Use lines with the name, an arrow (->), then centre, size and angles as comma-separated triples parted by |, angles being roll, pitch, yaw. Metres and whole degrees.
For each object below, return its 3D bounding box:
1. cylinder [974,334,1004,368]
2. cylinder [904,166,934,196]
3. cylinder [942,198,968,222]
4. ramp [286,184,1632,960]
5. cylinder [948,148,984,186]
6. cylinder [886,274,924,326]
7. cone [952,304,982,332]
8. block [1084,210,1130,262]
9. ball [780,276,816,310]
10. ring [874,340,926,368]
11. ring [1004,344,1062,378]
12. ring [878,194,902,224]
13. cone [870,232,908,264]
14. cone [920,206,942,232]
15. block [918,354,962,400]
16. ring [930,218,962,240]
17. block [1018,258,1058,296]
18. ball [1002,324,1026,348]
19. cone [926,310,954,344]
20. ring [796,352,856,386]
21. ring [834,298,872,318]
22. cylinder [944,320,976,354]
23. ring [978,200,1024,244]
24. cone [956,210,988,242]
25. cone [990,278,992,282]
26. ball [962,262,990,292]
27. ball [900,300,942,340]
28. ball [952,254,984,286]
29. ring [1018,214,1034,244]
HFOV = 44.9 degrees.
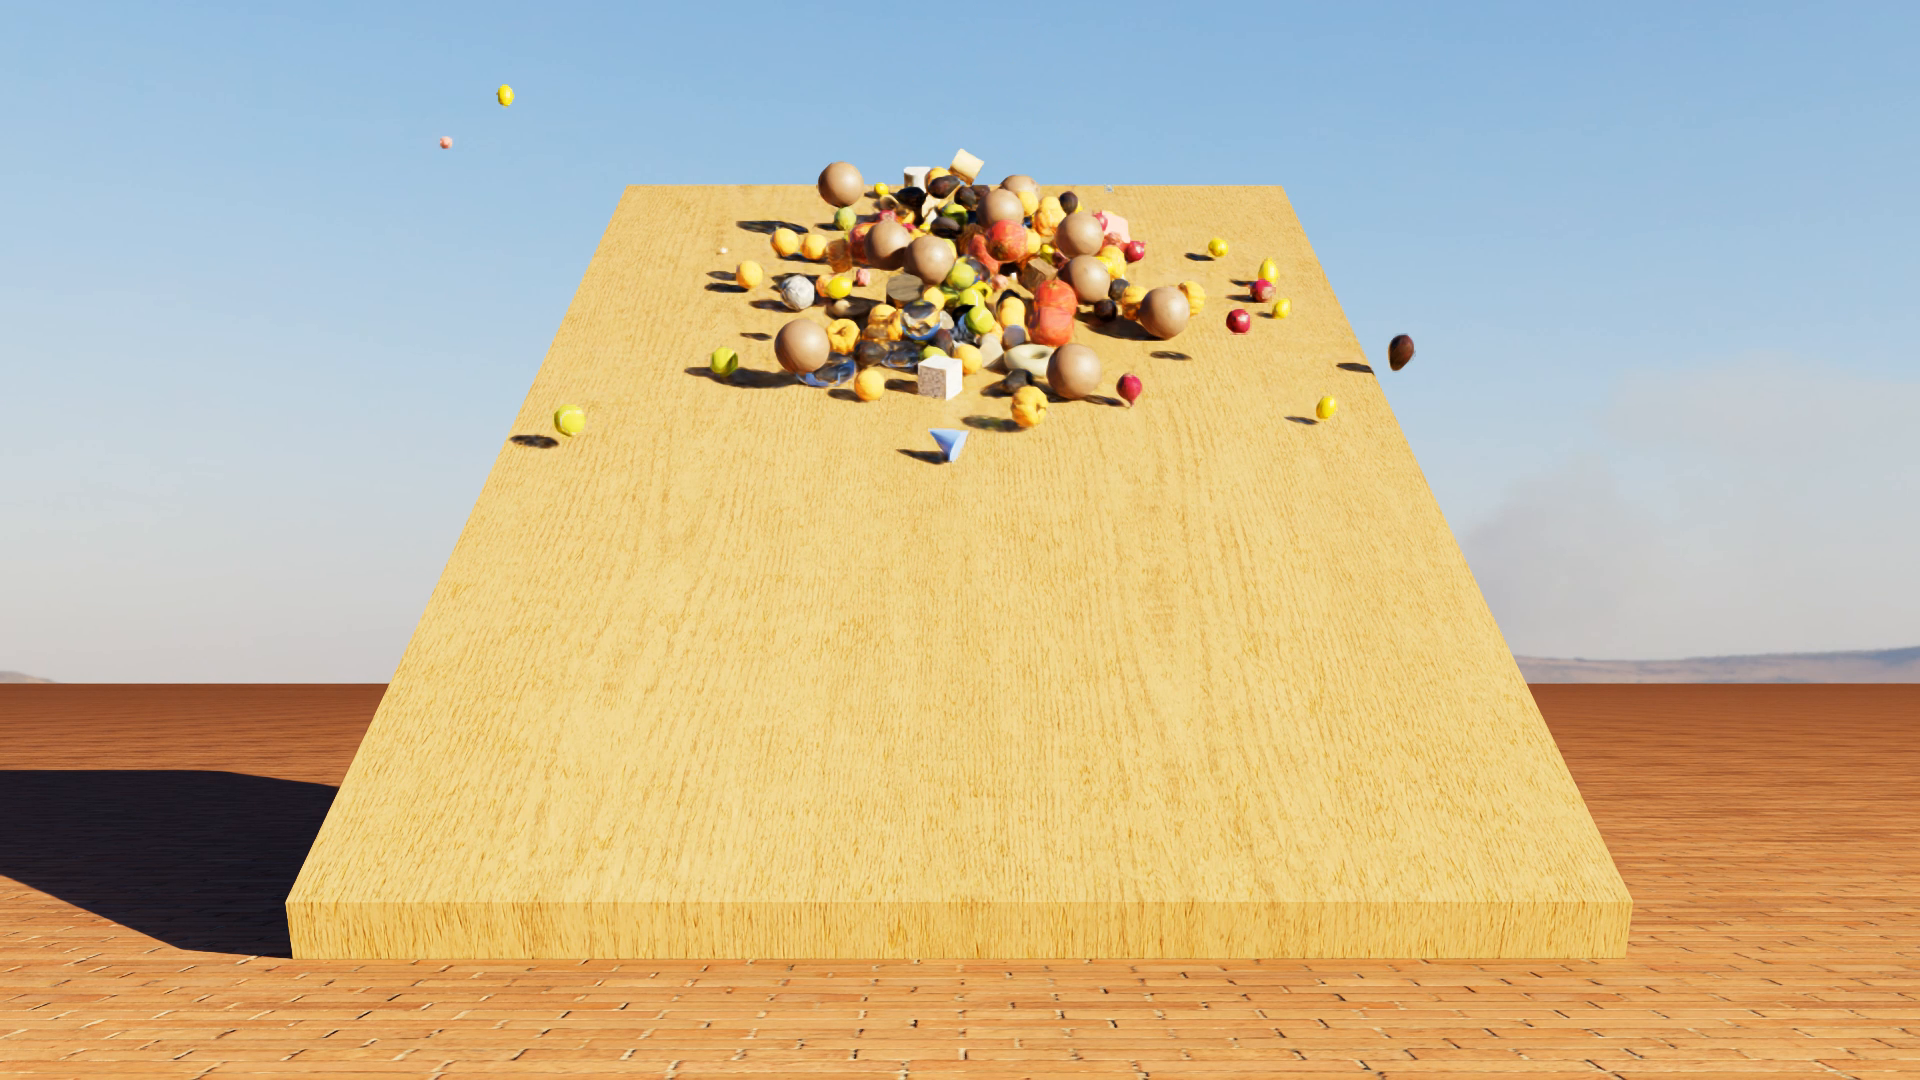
cylinder -> 0.069, -0.457, 5.614 | 0.065, 0.065, 0.065 | 0, 24, -6
cylinder -> -0.123, -1.056, 6.929 | 0.092, 0.092, 0.092 | 0, 24, 0
cylinder -> -0.006, -0.925, 6.630 | 0.069, 0.069, 0.069 | -2, -41, 34
ramp -> -0.008, -0.228, 5.299 | 2.000, 0.100, 4.000 | 0, 24, 0
cylinder -> 0.017, -1.079, 6.734 | 0.079, 0.079, 0.079 | 30, -5, -2
cylinder -> -0.137, -0.603, 5.861 | 0.096, 0.096, 0.096 | 0, -39, 2
cone -> 0.013, -0.569, 5.845 | 0.080, 0.080, 0.080 | 0, 25, -6
block -> 0.403, -0.832, 6.362 | 0.085, 0.085, 0.085 | 17, -38, -27
ball -> -0.418, -0.635, 5.980 | 0.090, 0.090, 0.090 | 0, -3, 0
ring -> -0.145, -0.451, 5.629 | 0.123, 0.041, 0.123 | 1, 23, 0
ring -> 0.175, -0.429, 5.572 | 0.140, 0.047, 0.140 | 2, 27, -1
ring -> -0.201, -0.953, 6.707 | 0.031, 0.094, 0.094 | -23, -16, 31
cone -> -0.175, -0.771, 6.301 | 0.095, 0.095, 0.095 | 37, 11, 20
cone -> -0.058, -0.894, 6.618 | 0.087, 0.087, 0.087 | 34, -7, -5
block -> -0.045, -0.379, 5.422 | 0.076, 0.076, 0.076 | 13, 27, 27
ring -> -0.038, -0.848, 6.326 | 0.088, 0.029, 0.088 | 13, -22, 5
block -> 0.198, -0.671, 5.927 | 0.064, 0.064, 0.064 | 36, 32, 15
ball -> 0.133, -0.502, 5.721 | 0.060, 0.060, 0.060 | 0, -3, 0
cone -> -0.046, -0.523, 5.792 | 0.087, 0.087, 0.087 | -1, -3, 14
ring -> -0.318, -0.405, 5.512 | 0.145, 0.048, 0.145 | -1, 27, 1
ring -> -0.276, -0.593, 5.957 | 0.098, 0.033, 0.098 | -2, 23, 1
cylinder -> 0.004, -0.493, 5.676 | 0.062, 0.062, 0.062 | -33, -3, -1
ring -> 0.117, -0.887, 6.486 | 0.146, 0.049, 0.146 | 11, -43, 10
cone -> 0.008, -0.855, 6.471 | 0.096, 0.096, 0.096 | -37, 19, -34
cone -> 0.066, -0.697, 6.200 | 0.062, 0.062, 0.062 | -3, -7, 37
ball -> 0.039, -0.694, 6.120 | 0.086, 0.086, 0.086 | 0, -3, 0
ball -> -0.095, -0.527, 5.570 | 0.099, 0.099, 0.099 | 0, -3, 0
ball -> 0.018, -0.690, 5.959 | 0.081, 0.081, 0.081 | 0, -3, 0
ring -> 0.183, -0.852, 6.378 | 0.029, 0.087, 0.087 | -15, -5, 7
